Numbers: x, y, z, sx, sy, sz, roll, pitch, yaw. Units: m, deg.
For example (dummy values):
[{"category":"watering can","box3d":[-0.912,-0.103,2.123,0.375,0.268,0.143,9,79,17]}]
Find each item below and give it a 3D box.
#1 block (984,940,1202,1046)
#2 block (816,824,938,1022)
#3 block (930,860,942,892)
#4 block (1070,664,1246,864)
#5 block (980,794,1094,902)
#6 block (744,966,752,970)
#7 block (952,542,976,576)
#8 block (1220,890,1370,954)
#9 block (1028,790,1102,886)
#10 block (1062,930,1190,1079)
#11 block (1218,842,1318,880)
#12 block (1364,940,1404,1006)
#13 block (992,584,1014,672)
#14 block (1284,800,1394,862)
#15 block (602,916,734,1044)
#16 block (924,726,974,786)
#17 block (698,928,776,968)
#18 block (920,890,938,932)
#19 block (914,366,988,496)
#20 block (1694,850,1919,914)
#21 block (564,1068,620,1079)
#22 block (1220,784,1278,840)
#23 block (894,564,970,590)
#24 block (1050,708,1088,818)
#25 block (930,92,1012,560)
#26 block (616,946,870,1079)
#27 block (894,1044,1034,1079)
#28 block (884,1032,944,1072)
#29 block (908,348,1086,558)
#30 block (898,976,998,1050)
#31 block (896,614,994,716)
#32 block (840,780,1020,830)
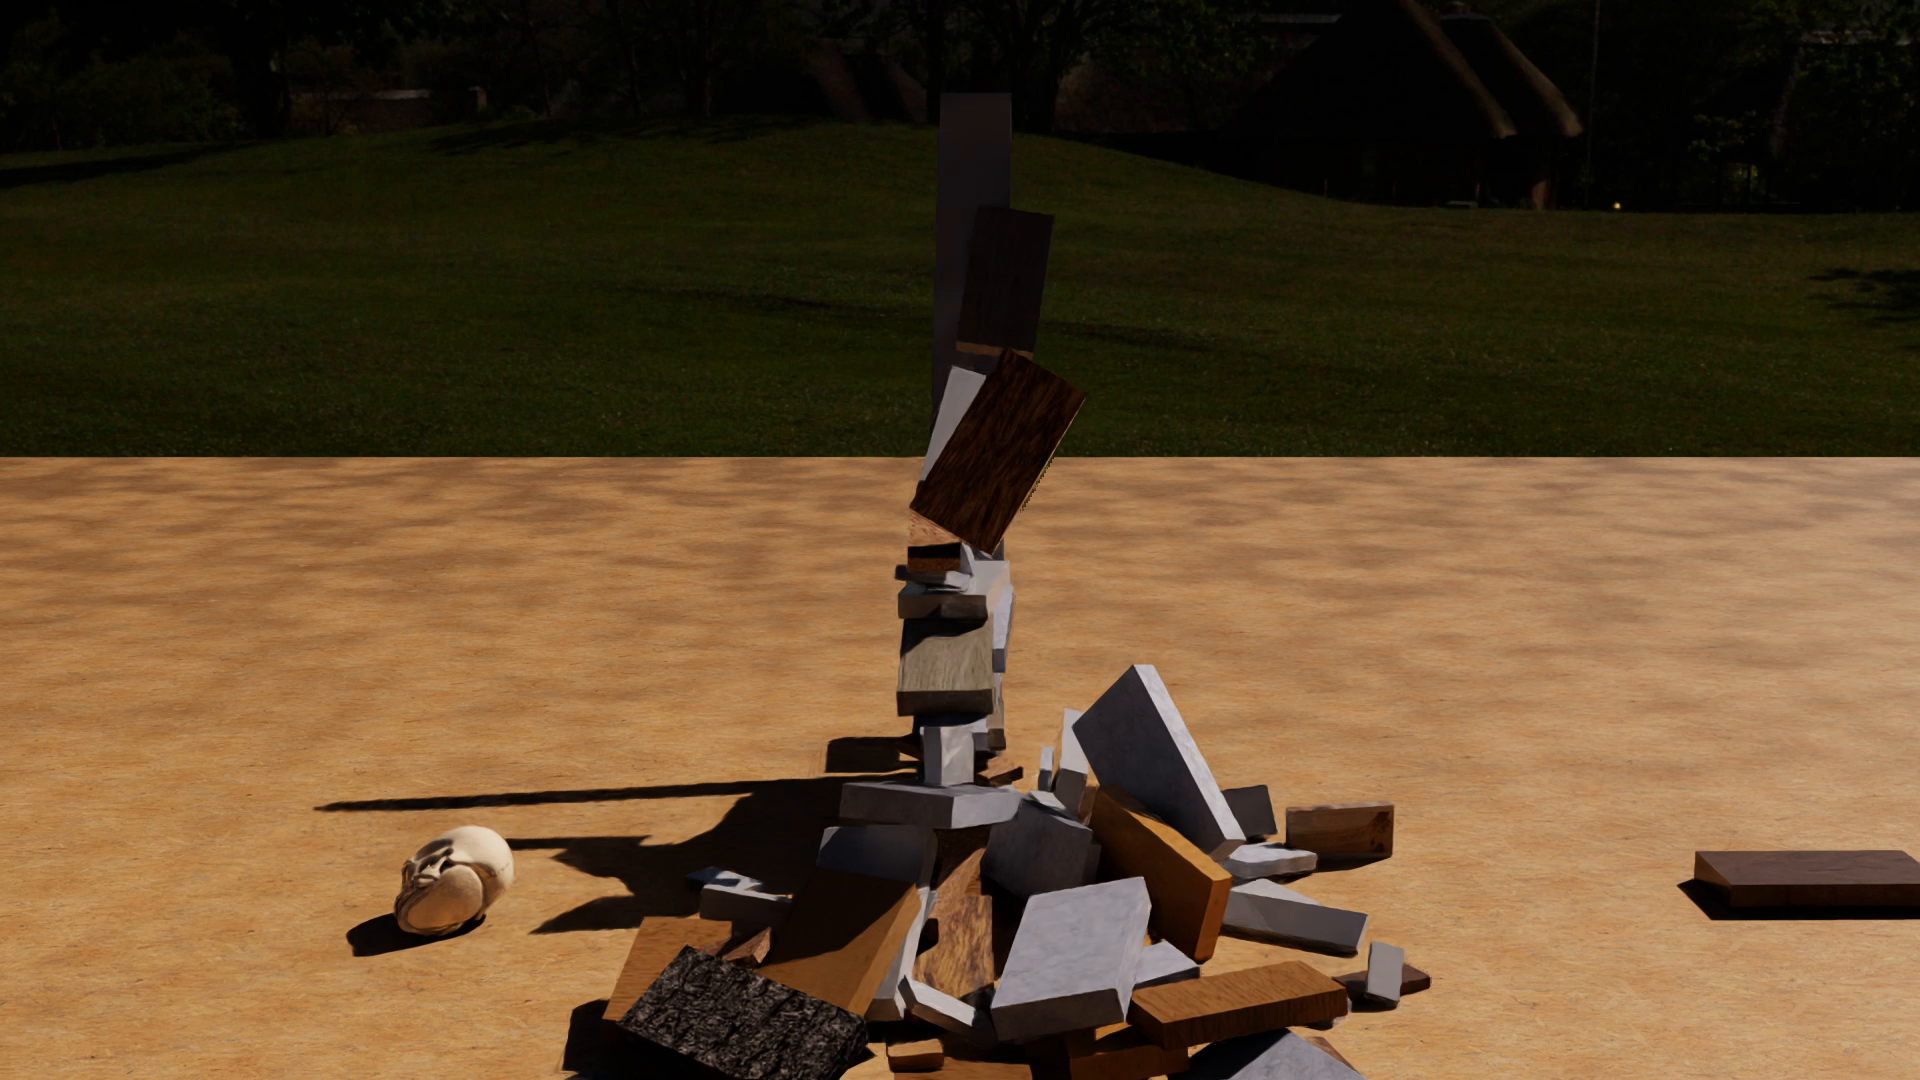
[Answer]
[{"category":"block","box3d":[0.182,0.619,3.012,0.272,0.037,0.131,-13,8,-13]},{"category":"block","box3d":[-0.142,0.550,3.179,0.167,0.047,0.334,-5,38,14]},{"category":"block","box3d":[-0.058,0.509,3.302,0.045,0.013,0.091,3,24,8]},{"category":"block","box3d":[0.317,0.391,3.568,0.049,0.173,0.346,8,44,-42]},{"category":"block","box3d":[0.120,0.506,3.563,0.041,0.145,0.386,15,-2,-14]},{"category":"block","box3d":[-0.382,0.644,3.264,0.145,0.041,0.290,-1,11,-4]},{"category":"block","box3d":[-0.032,0.013,4.172,0.093,0.026,0.186,2,-27,12]},{"category":"block","box3d":[0.515,0.601,3.470,0.251,0.018,0.065,6,46,28]},{"category":"block","box3d":[0.160,0.524,3.613,0.041,0.145,0.291,6,9,-15]},{"category":"block","box3d":[0.212,0.640,3.131,0.153,0.043,0.584,-10,8,0]},{"category":"block","box3d":[0.510,0.543,3.734,0.190,0.027,0.095,2,6,-44]},{"category":"block","box3d":[0.622,0.635,3.225,0.049,0.014,0.097,16,43,3]},{"category":"block","box3d":[0.013,0.168,4.262,0.167,0.047,0.334,0,20,5]},{"category":"block","box3d":[0.662,0.510,3.838,0.190,0.095,0.027,-2,11,-12]},{"category":"block","box3d":[-0.412,0.625,3.128,0.131,0.037,0.263,3,23,5]},{"category":"block","box3d":[-0.016,0.344,3.505,0.026,0.091,0.307,-2,-5,9]},{"category":"block","box3d":[-0.322,0.581,3.084,0.125,0.018,0.063,-19,20,28]},{"category":"block","box3d":[-0.071,0.549,3.216,0.045,0.013,0.091,11,47,20]},{"category":"block","box3d":[0.025,-0.190,4.198,0.156,0.044,0.312,17,49,-2]},{"category":"block","box3d":[1.427,0.567,3.659,0.354,0.048,0.170,0,11,-1]},{"category":"block","box3d":[-0.465,0.727,2.884,0.125,0.018,0.063,8,13,37]},{"category":"block","box3d":[0.466,0.493,3.914,0.182,0.091,0.026,-6,-20,-13]},{"category":"block","box3d":[-0.049,0.068,4.031,0.093,0.026,0.186,5,-3,14]},{"category":"block","box3d":[0.190,0.442,3.977,0.049,0.173,0.398,13,11,1]},{"category":"block","box3d":[0.019,-0.262,4.596,0.156,1.522,0.044,0,-20,3]},{"category":"block","box3d":[-0.290,0.655,2.927,0.307,0.043,0.153,14,44,32]},{"category":"block","box3d":[0.003,0.690,2.777,0.170,0.048,0.340,0,-4,-1]},{"category":"block","box3d":[-0.060,0.657,2.820,0.067,0.019,0.140,-4,-3,-5]},{"category":"block","box3d":[0.068,-0.157,3.954,0.170,0.340,0.048,30,-6,4]},{"category":"block","box3d":[-0.016,0.623,2.900,0.134,0.019,0.067,30,9,-24]},{"category":"block","box3d":[-0.024,0.222,3.984,0.167,0.047,0.334,-1,21,2]},{"category":"block","box3d":[-0.038,0.403,3.373,0.167,0.047,0.445,5,-4,14]}]
